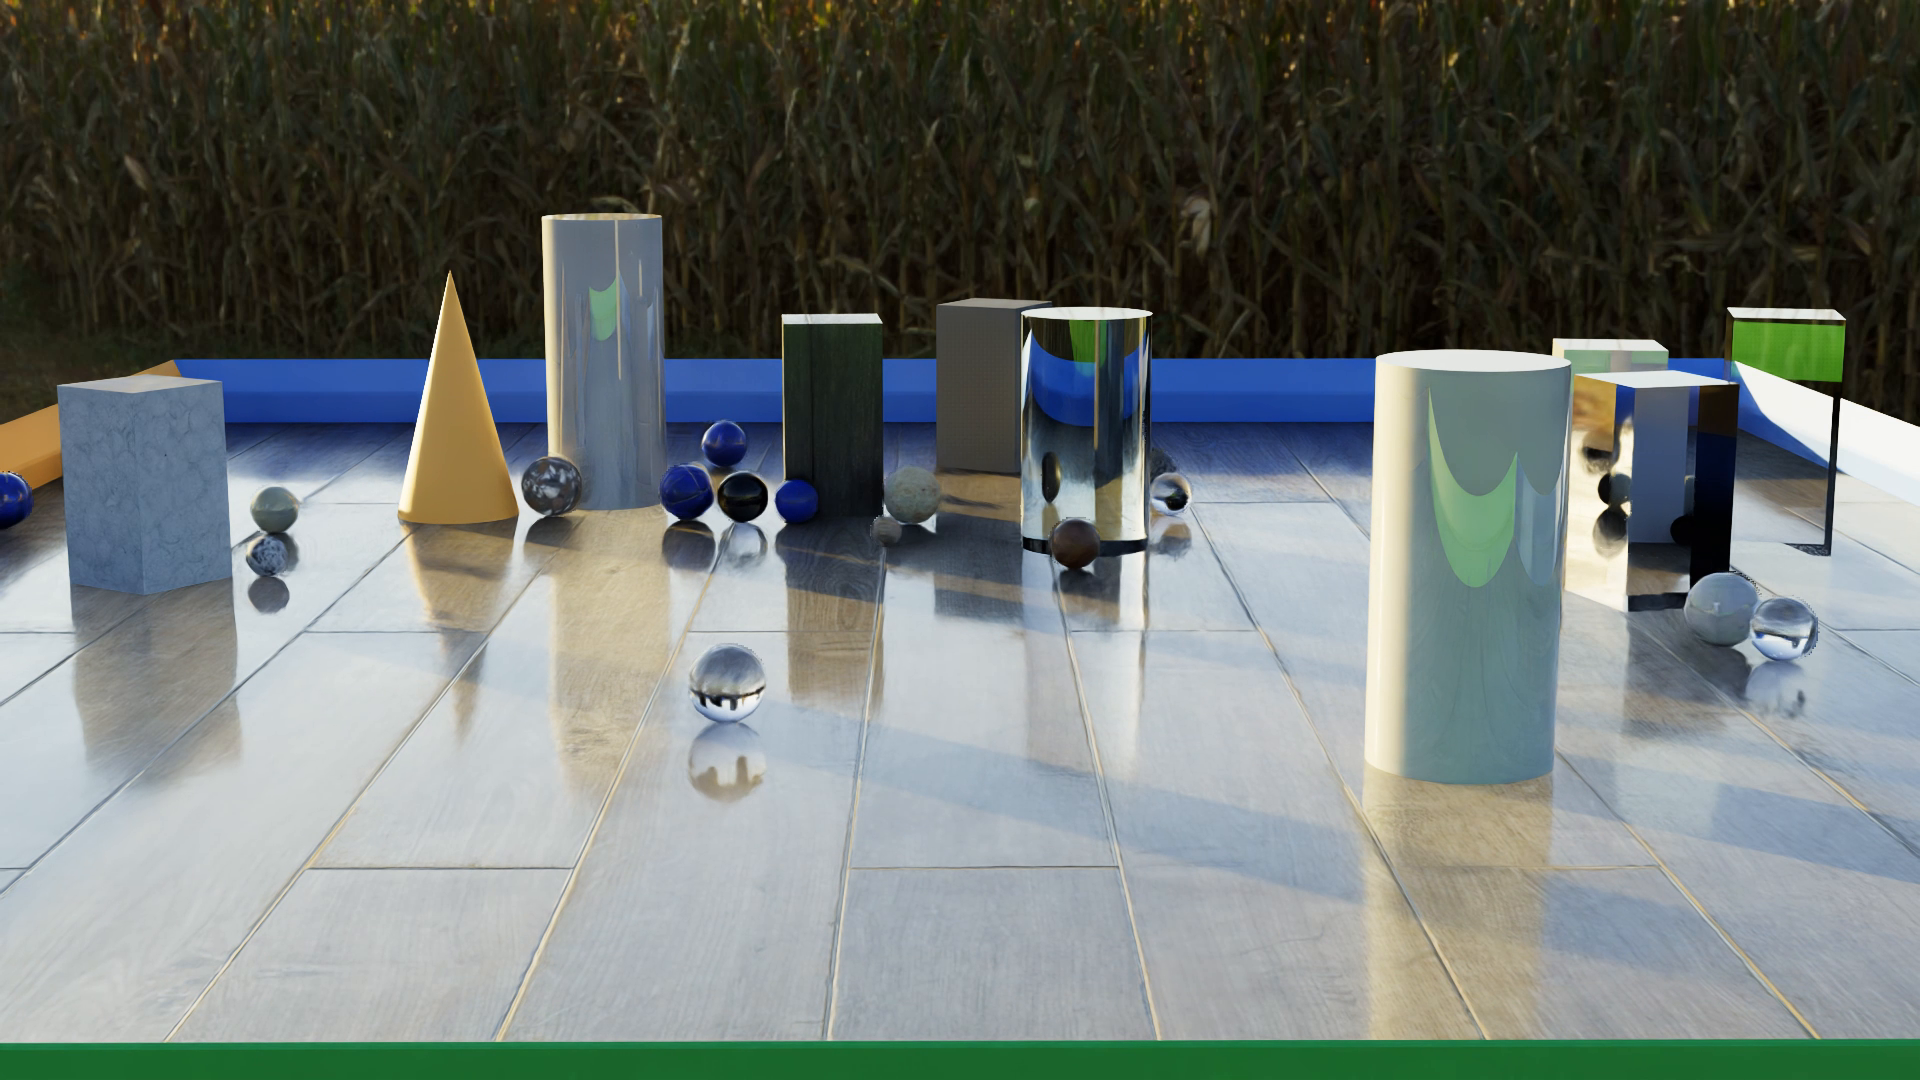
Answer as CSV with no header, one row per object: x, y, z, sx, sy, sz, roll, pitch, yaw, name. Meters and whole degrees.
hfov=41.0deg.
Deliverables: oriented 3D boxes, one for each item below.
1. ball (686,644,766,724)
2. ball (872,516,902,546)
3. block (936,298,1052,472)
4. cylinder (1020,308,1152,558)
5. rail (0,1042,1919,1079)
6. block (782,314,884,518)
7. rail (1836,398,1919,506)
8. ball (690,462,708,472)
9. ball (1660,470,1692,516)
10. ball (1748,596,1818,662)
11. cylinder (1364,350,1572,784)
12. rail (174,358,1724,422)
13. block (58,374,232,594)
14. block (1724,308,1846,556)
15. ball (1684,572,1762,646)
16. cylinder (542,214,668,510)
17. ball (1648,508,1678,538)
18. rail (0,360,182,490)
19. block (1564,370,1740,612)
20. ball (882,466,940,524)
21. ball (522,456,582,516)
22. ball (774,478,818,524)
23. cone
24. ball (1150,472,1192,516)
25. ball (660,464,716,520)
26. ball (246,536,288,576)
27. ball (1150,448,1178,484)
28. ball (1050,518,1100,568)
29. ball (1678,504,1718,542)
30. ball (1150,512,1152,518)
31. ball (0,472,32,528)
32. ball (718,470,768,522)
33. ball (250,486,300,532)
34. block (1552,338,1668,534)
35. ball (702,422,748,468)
-0.262,0.161,2.875,0.088,0.088,0.088,0,10,0,ball
-0.112,-0.014,3.936,0.046,0.046,0.046,0,10,0,ball
0.063,-0.287,4.720,0.159,0.298,0.159,5,12,26,block
0.192,-0.168,3.913,0.198,0.357,0.198,0,10,0,cylinder
0.011,0.371,1.623,3.219,0.129,0.045,0,10,0,rail
-0.211,-0.206,4.228,0.159,0.318,0.159,-1,11,-5,block
1.586,0.031,3.458,0.045,0.129,3.761,0,10,0,rail
-0.460,-0.110,4.445,0.050,0.050,0.050,0,10,0,ball
1.157,-0.077,4.192,0.077,0.077,0.077,0,10,0,ball
1.018,0.110,3.173,0.080,0.080,0.080,0,10,0,ball
0.530,0.024,2.690,0.198,0.426,0.198,0,10,0,cylinder
-0.011,-0.305,5.274,3.219,0.129,0.045,0,10,0,rail
-1.160,-0.082,3.655,0.159,0.283,0.159,7,12,32,block
1.248,-0.167,3.912,0.159,0.357,0.159,2,11,13,block
0.967,0.088,3.251,0.095,0.095,0.095,0,10,0,ball
-0.595,-0.302,4.308,0.198,0.478,0.198,0,10,0,cylinder
1.095,-0.025,3.995,0.047,0.047,0.047,0,10,0,ball
-1.586,0.035,3.440,0.045,0.129,3.761,0,10,0,rail
0.950,-0.070,3.530,0.159,0.304,0.159,-3,11,-16,block
-0.077,-0.072,4.120,0.093,0.093,0.093,0,10,0,ball
-0.667,-0.088,4.192,0.099,0.099,0.099,0,10,0,ball
-0.263,-0.063,4.133,0.071,0.071,0.071,0,10,0,ball
-0.825,-0.241,4.187,0.198,0.402,0.198,0,10,0,cone
0.345,-0.075,4.201,0.071,0.071,0.071,0,10,0,ball
-0.442,-0.078,4.165,0.089,0.089,0.089,0,10,0,ball
-1.000,0.023,3.701,0.058,0.058,0.058,0,10,0,ball
0.326,-0.110,4.340,0.088,0.088,0.088,0,10,0,ball
0.169,0.005,3.757,0.074,0.074,0.074,0,10,0,ball
1.142,-0.027,3.968,0.060,0.060,0.060,0,10,0,ball
0.271,-0.040,4.041,0.060,0.060,0.060,0,10,0,ball
-1.525,-0.063,4.080,0.091,0.091,0.091,0,10,0,ball
-0.350,-0.070,4.140,0.083,0.083,0.083,0,10,0,ball
-1.080,-0.049,4.044,0.075,0.075,0.075,0,10,0,ball
1.027,-0.166,4.083,0.159,0.291,0.159,1,11,7,block
-0.431,-0.176,4.706,0.084,0.084,0.084,0,10,0,ball
